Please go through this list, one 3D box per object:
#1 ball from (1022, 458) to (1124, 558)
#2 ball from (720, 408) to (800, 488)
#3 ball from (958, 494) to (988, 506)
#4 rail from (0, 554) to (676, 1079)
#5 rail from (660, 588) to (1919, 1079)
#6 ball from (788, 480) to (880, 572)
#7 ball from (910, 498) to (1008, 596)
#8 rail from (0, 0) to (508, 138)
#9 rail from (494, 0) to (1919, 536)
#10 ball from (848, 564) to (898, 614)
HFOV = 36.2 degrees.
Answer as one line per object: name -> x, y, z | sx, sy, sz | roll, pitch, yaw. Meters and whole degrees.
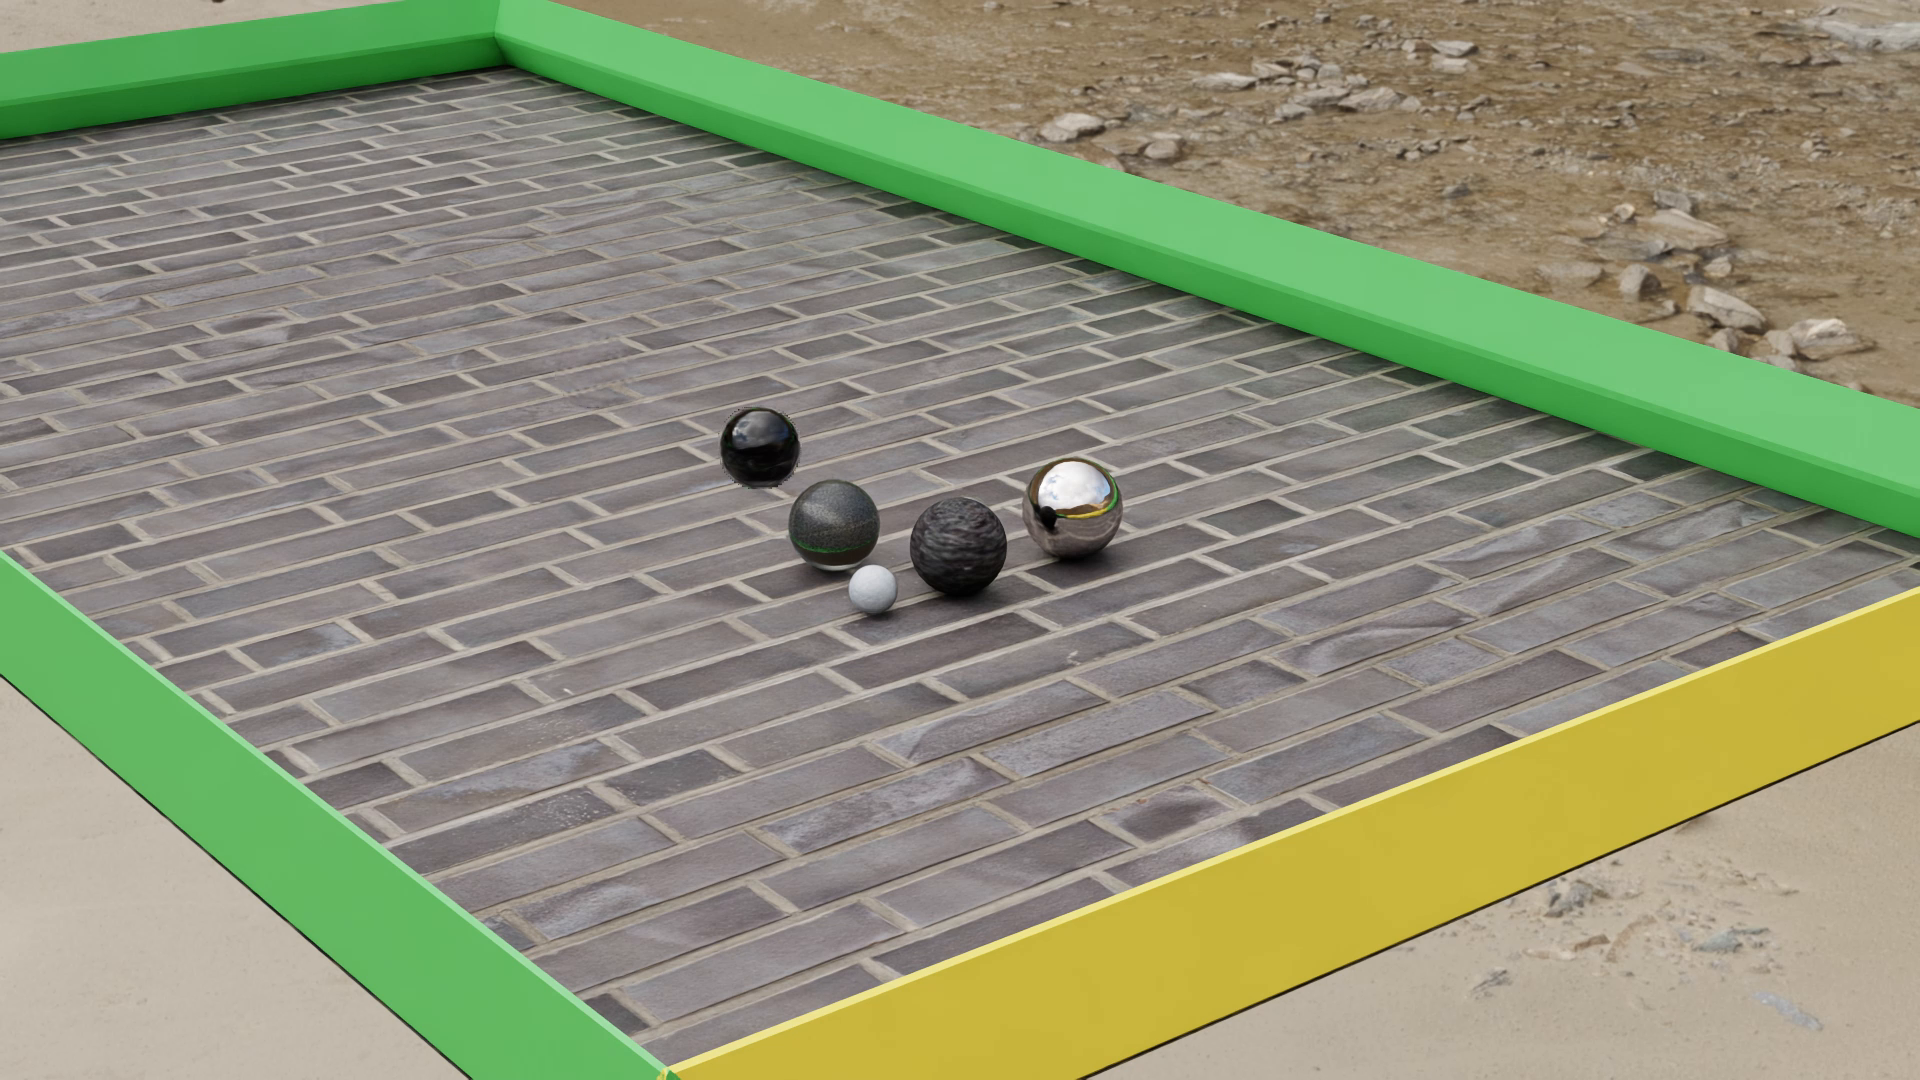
ball -> 0.099, -0.028, 2.600 | 0.090, 0.090, 0.090 | 0, 21, 0
ball -> -0.189, -0.087, 2.770 | 0.076, 0.076, 0.076 | 0, 21, 0
ball -> 0.007, -0.018, 2.636 | 0.045, 0.045, 0.045 | 0, 21, 0
rail -> -0.996, -0.063, 2.651 | 0.045, 0.117, 2.790 | -16, 26, -35
rail -> 0.413, 0.170, 2.052 | 1.485, 0.117, 0.045 | -16, 26, -35
ball -> -0.110, -0.013, 2.573 | 0.081, 0.081, 0.081 | 0, 21, 0
ball -> -0.001, 0.005, 2.522 | 0.084, 0.084, 0.084 | 0, 21, 0
rail -> -1.269, -0.617, 4.070 | 1.485, 0.117, 0.045 | -16, 26, -35
rail -> 0.140, -0.384, 3.472 | 0.045, 0.117, 2.790 | -16, 26, -35
ball -> -0.073, 0.042, 2.487 | 0.042, 0.042, 0.042 | 0, 21, 0
